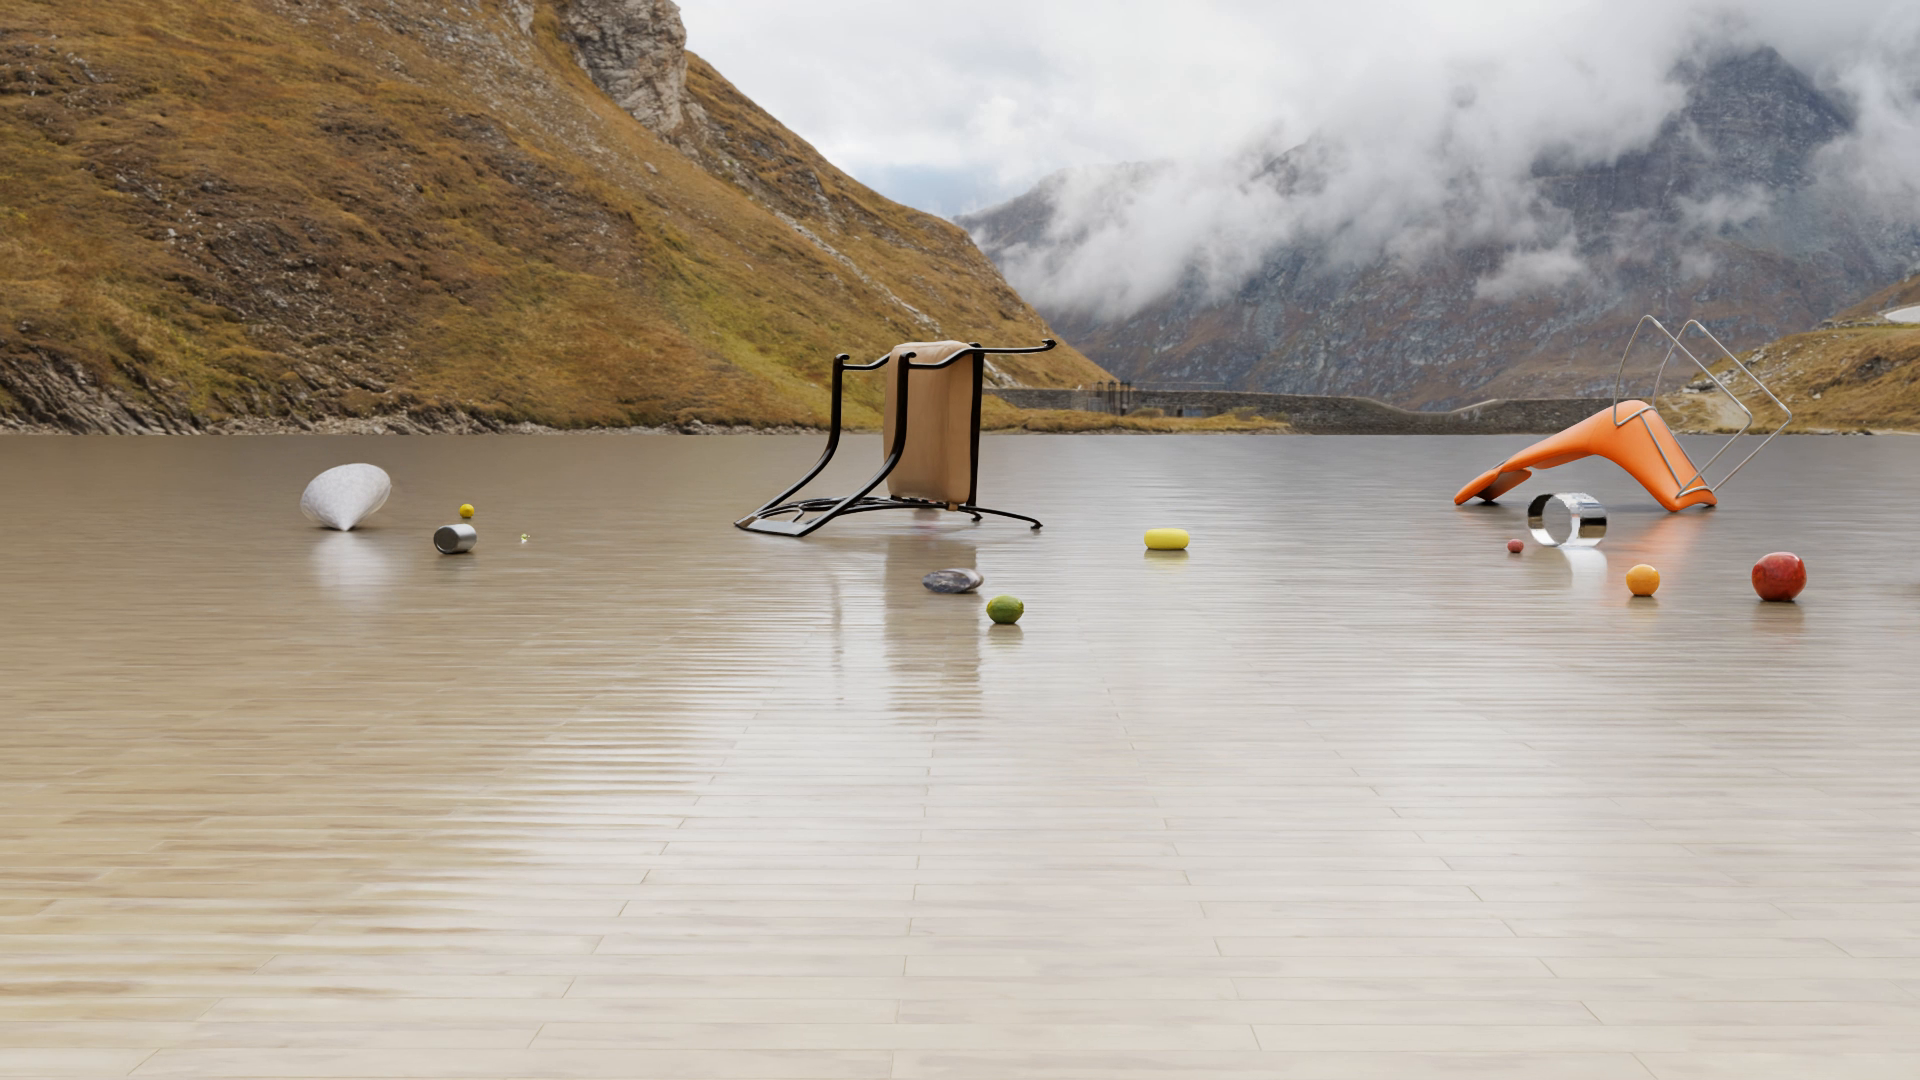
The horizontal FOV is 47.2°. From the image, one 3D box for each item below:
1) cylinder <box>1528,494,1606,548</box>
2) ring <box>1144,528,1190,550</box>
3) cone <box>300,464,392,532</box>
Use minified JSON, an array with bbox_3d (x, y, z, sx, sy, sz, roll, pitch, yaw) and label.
[{"bbox_3d":[1.732,-0.057,6.280,0.112,0.149,0.224,-2,9,-19],"label":"cylinder"},{"bbox_3d":[0.582,-0.002,6.196,0.117,0.054,0.150,-4,4,-27],"label":"ring"},{"bbox_3d":[-1.975,-0.088,7.068,0.300,0.203,0.294,-22,28,-4],"label":"cone"}]
